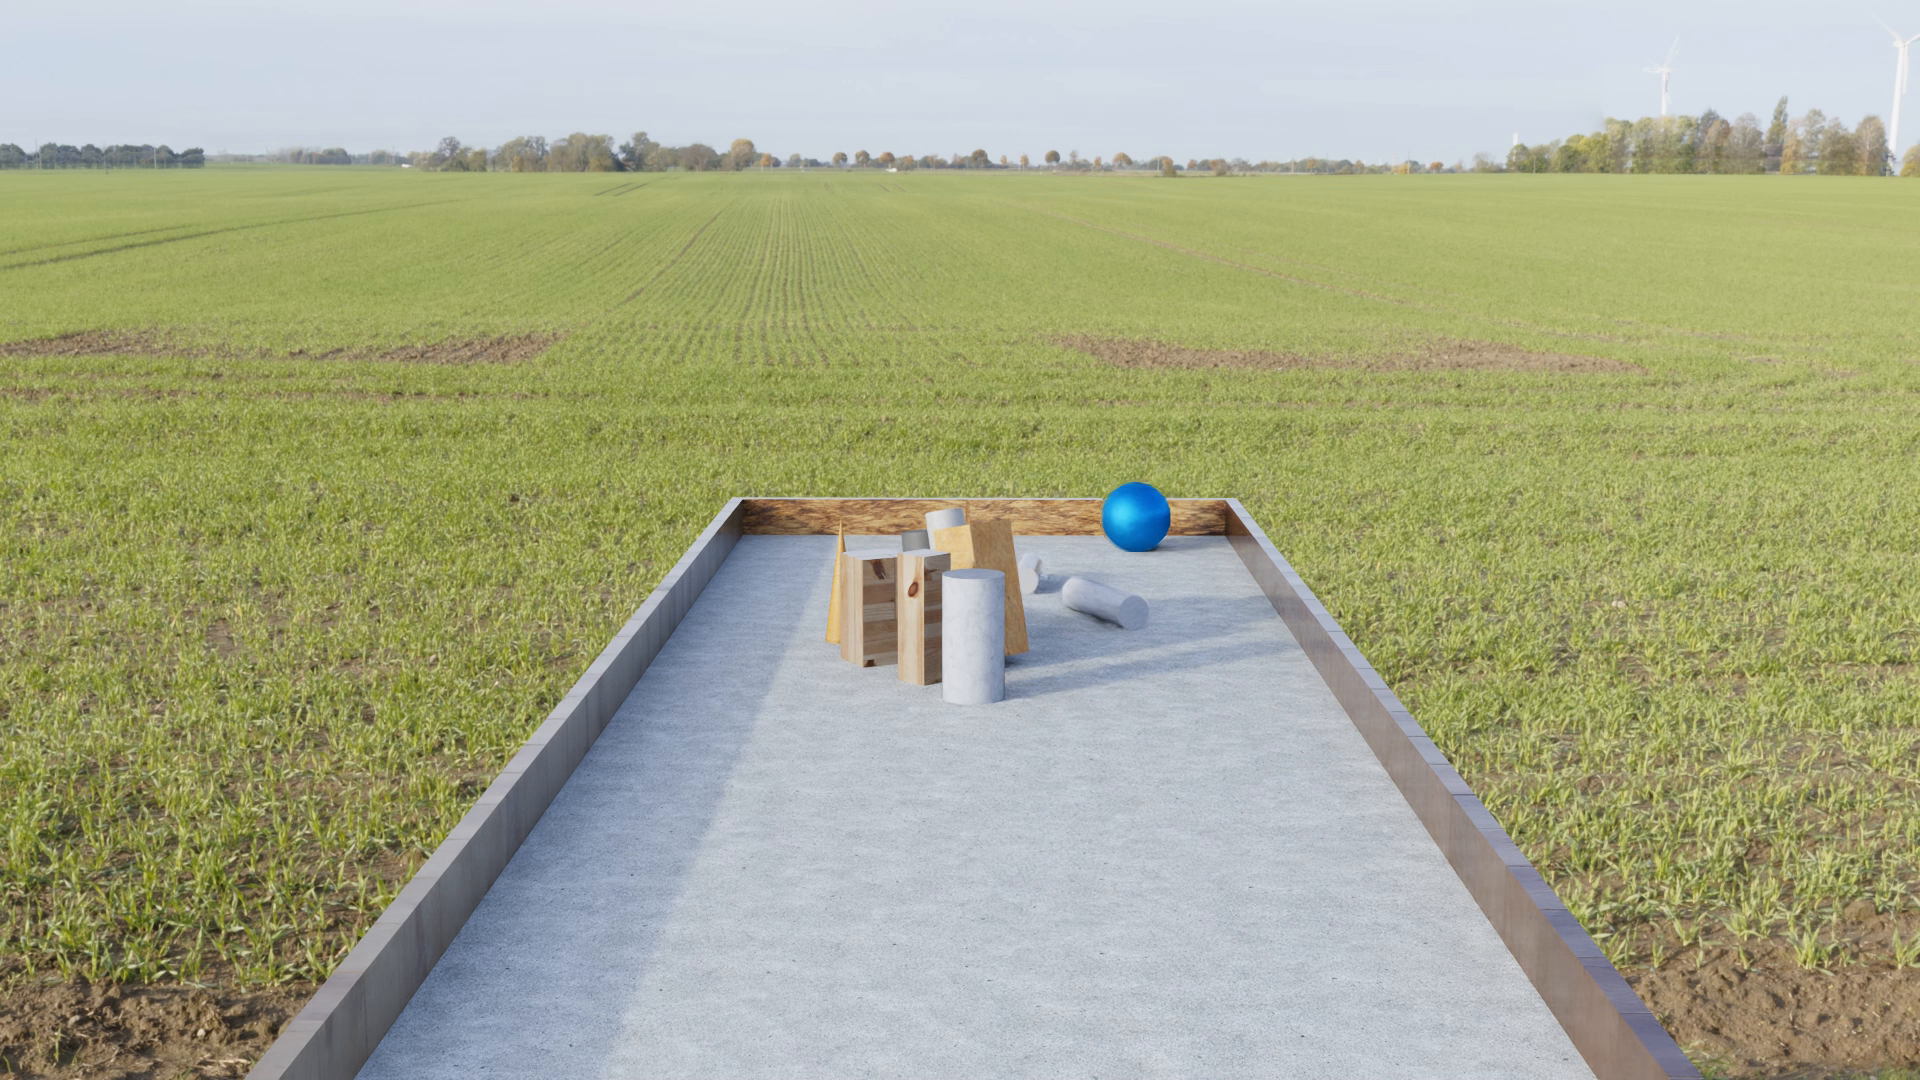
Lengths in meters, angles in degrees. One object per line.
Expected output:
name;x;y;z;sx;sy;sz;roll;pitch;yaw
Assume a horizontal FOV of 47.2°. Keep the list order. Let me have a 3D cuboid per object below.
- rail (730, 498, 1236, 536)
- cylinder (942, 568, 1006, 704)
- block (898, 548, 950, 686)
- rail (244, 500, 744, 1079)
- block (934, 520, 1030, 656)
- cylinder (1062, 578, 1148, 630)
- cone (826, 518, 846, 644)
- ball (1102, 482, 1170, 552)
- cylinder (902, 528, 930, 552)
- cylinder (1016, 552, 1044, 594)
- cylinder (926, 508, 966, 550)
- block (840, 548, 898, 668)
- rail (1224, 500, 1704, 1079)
rail;0.099;-0.098;9.147;2.100;0.150;0.050;0;9;1
cylinder;0.038;0.270;6.177;0.177;0.354;0.177;0;9;0
block;-0.104;0.223;6.397;0.109;0.377;0.109;9;13;44
rail;-1.004;0.839;3.234;0.050;0.150;12.000;0;9;1
block;0.065;0.154;6.660;0.167;0.405;0.167;-8;-1;-42
cylinder;0.481;0.210;7.330;0.112;0.112;0.398;-4;10;-25
cone;-0.375;0.124;6.964;0.108;0.396;0.108;0;9;0
ball;0.697;-0.092;8.713;0.274;0.274;0.274;0;9;0
cylinder;-0.095;0.143;6.939;0.150;0.349;0.150;-5;3;0
cylinder;0.242;0.120;7.933;0.100;0.100;0.304;1;9;5
cylinder;-0.017;0.123;6.804;0.120;0.431;0.120;-9;-3;0
block;-0.256;0.204;6.674;0.162;0.327;0.162;-5;10;-28
rail;1.046;0.843;3.208;0.050;0.150;12.000;0;9;1
